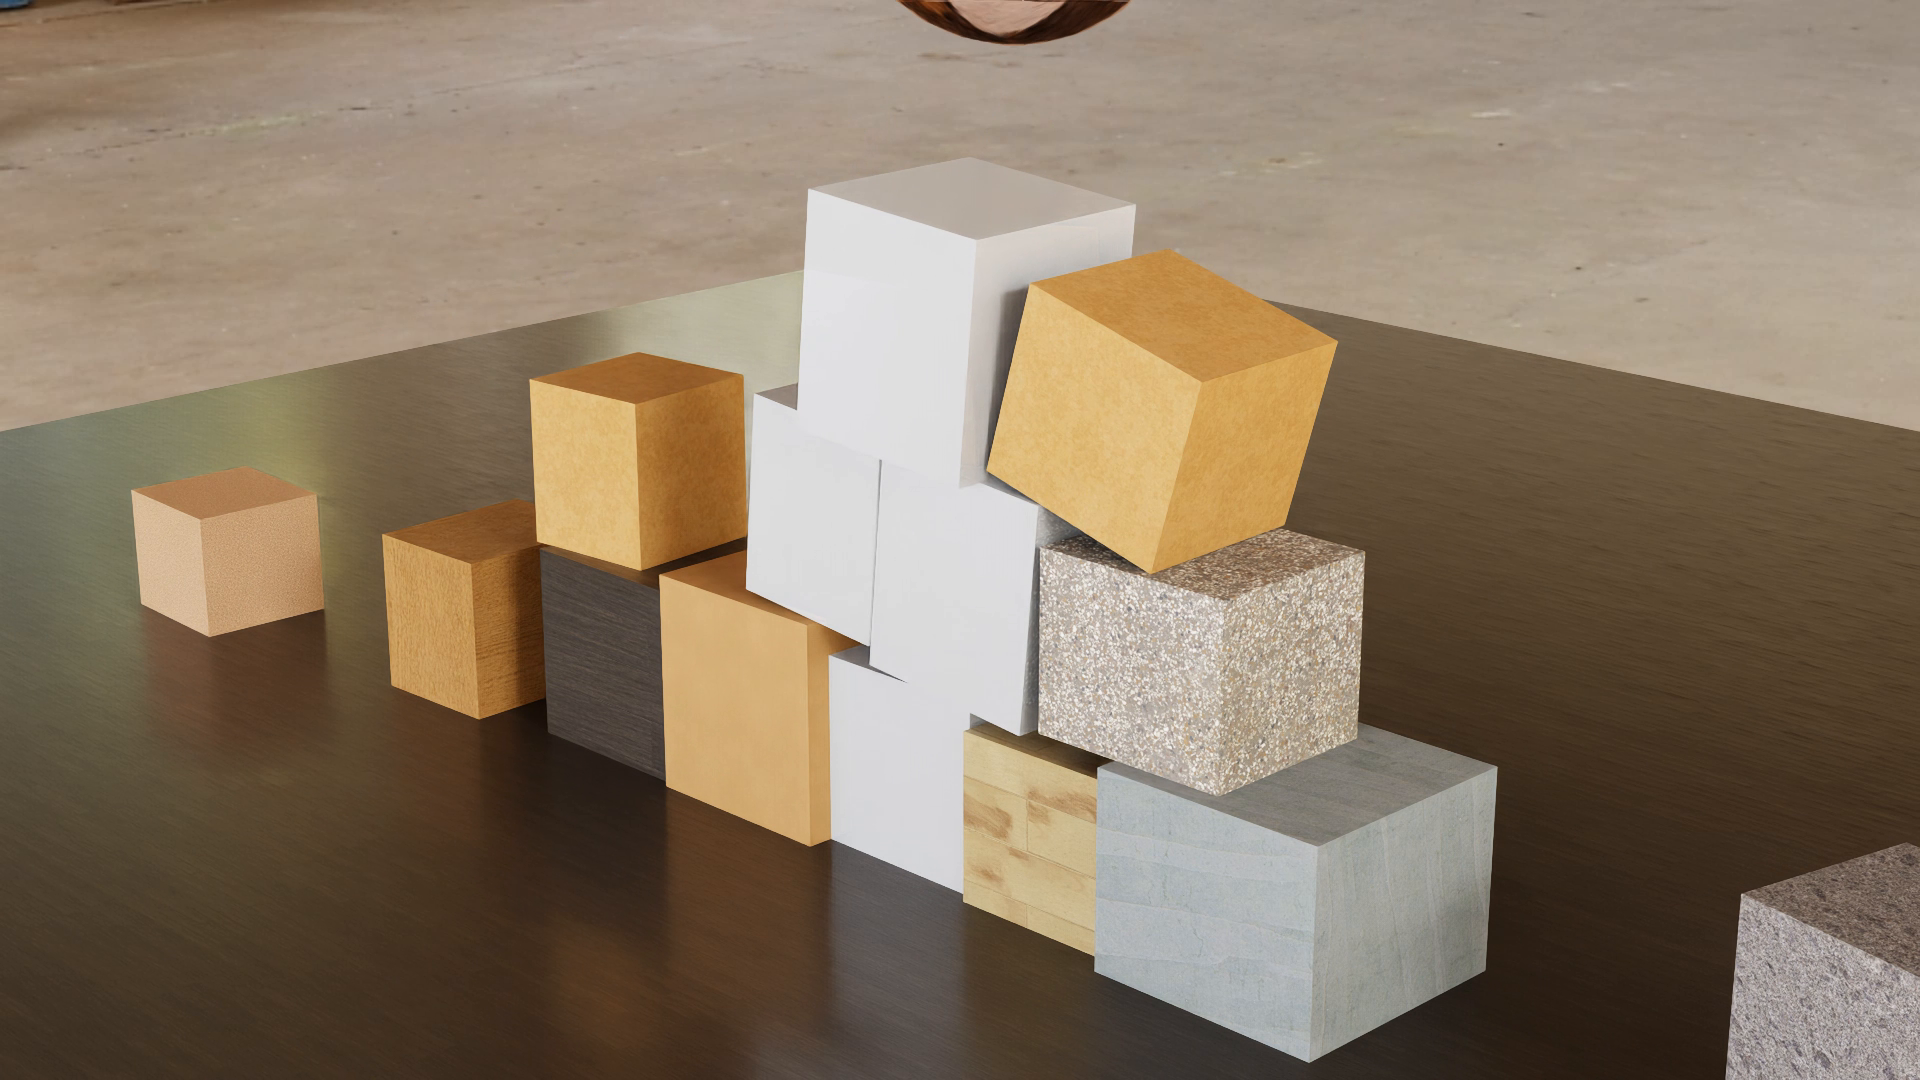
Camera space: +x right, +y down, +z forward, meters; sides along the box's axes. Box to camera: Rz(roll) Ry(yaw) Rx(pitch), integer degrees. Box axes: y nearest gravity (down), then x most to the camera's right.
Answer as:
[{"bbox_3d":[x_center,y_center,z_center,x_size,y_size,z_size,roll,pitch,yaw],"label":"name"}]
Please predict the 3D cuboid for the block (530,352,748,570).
[{"bbox_3d":[-1.630,-0.415,14.919,0.760,0.853,0.758,14,22,38],"label":"block"}]

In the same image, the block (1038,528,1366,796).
[{"bbox_3d":[1.017,0.439,12.432,1.003,0.840,0.920,17,24,42],"label":"block"}]

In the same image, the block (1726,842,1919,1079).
[{"bbox_3d":[3.457,1.847,10.668,0.880,1.079,0.922,-11,20,-30],"label":"block"}]

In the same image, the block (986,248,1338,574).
[{"bbox_3d":[0.842,-0.561,12.339,0.947,0.888,0.903,33,34,33],"label":"block"}]

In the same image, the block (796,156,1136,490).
[{"bbox_3d":[0.020,-0.981,12.900,0.981,1.091,1.037,22,27,38],"label":"block"}]

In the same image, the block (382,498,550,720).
[{"bbox_3d":[-2.485,0.355,15.789,0.757,0.855,0.909,16,23,41],"label":"block"}]

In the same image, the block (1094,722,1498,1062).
[{"bbox_3d":[1.407,1.392,12.359,1.191,0.934,1.167,-17,24,-42],"label":"block"}]

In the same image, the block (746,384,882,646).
[{"bbox_3d":[-0.356,-0.193,13.659,0.914,0.970,0.843,-17,29,-42],"label":"block"}]

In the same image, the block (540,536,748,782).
[{"bbox_3d":[-1.447,0.524,15.017,0.949,0.996,0.992,-17,24,-42],"label":"block"}]

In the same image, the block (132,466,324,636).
[{"bbox_3d":[-4.246,0.054,17.014,0.743,0.694,0.800,-15,23,-40],"label":"block"}]

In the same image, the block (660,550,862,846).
[{"bbox_3d":[-0.704,0.691,14.311,1.058,1.099,1.053,17,24,42],"label":"block"}]

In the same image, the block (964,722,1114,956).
[{"bbox_3d":[0.638,1.236,13.045,0.870,0.820,0.893,-17,24,-42],"label":"block"}]

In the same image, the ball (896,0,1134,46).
[{"bbox_3d":[0.239,-2.949,12.666,1.600,1.600,1.600,0,17,0],"label":"ball"}]

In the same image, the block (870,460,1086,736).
[{"bbox_3d":[0.285,0.115,13.109,0.923,1.064,0.947,-17,29,-43],"label":"block"}]

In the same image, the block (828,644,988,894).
[{"bbox_3d":[0.001,0.986,13.672,0.801,0.921,0.923,-17,24,-42],"label":"block"}]
